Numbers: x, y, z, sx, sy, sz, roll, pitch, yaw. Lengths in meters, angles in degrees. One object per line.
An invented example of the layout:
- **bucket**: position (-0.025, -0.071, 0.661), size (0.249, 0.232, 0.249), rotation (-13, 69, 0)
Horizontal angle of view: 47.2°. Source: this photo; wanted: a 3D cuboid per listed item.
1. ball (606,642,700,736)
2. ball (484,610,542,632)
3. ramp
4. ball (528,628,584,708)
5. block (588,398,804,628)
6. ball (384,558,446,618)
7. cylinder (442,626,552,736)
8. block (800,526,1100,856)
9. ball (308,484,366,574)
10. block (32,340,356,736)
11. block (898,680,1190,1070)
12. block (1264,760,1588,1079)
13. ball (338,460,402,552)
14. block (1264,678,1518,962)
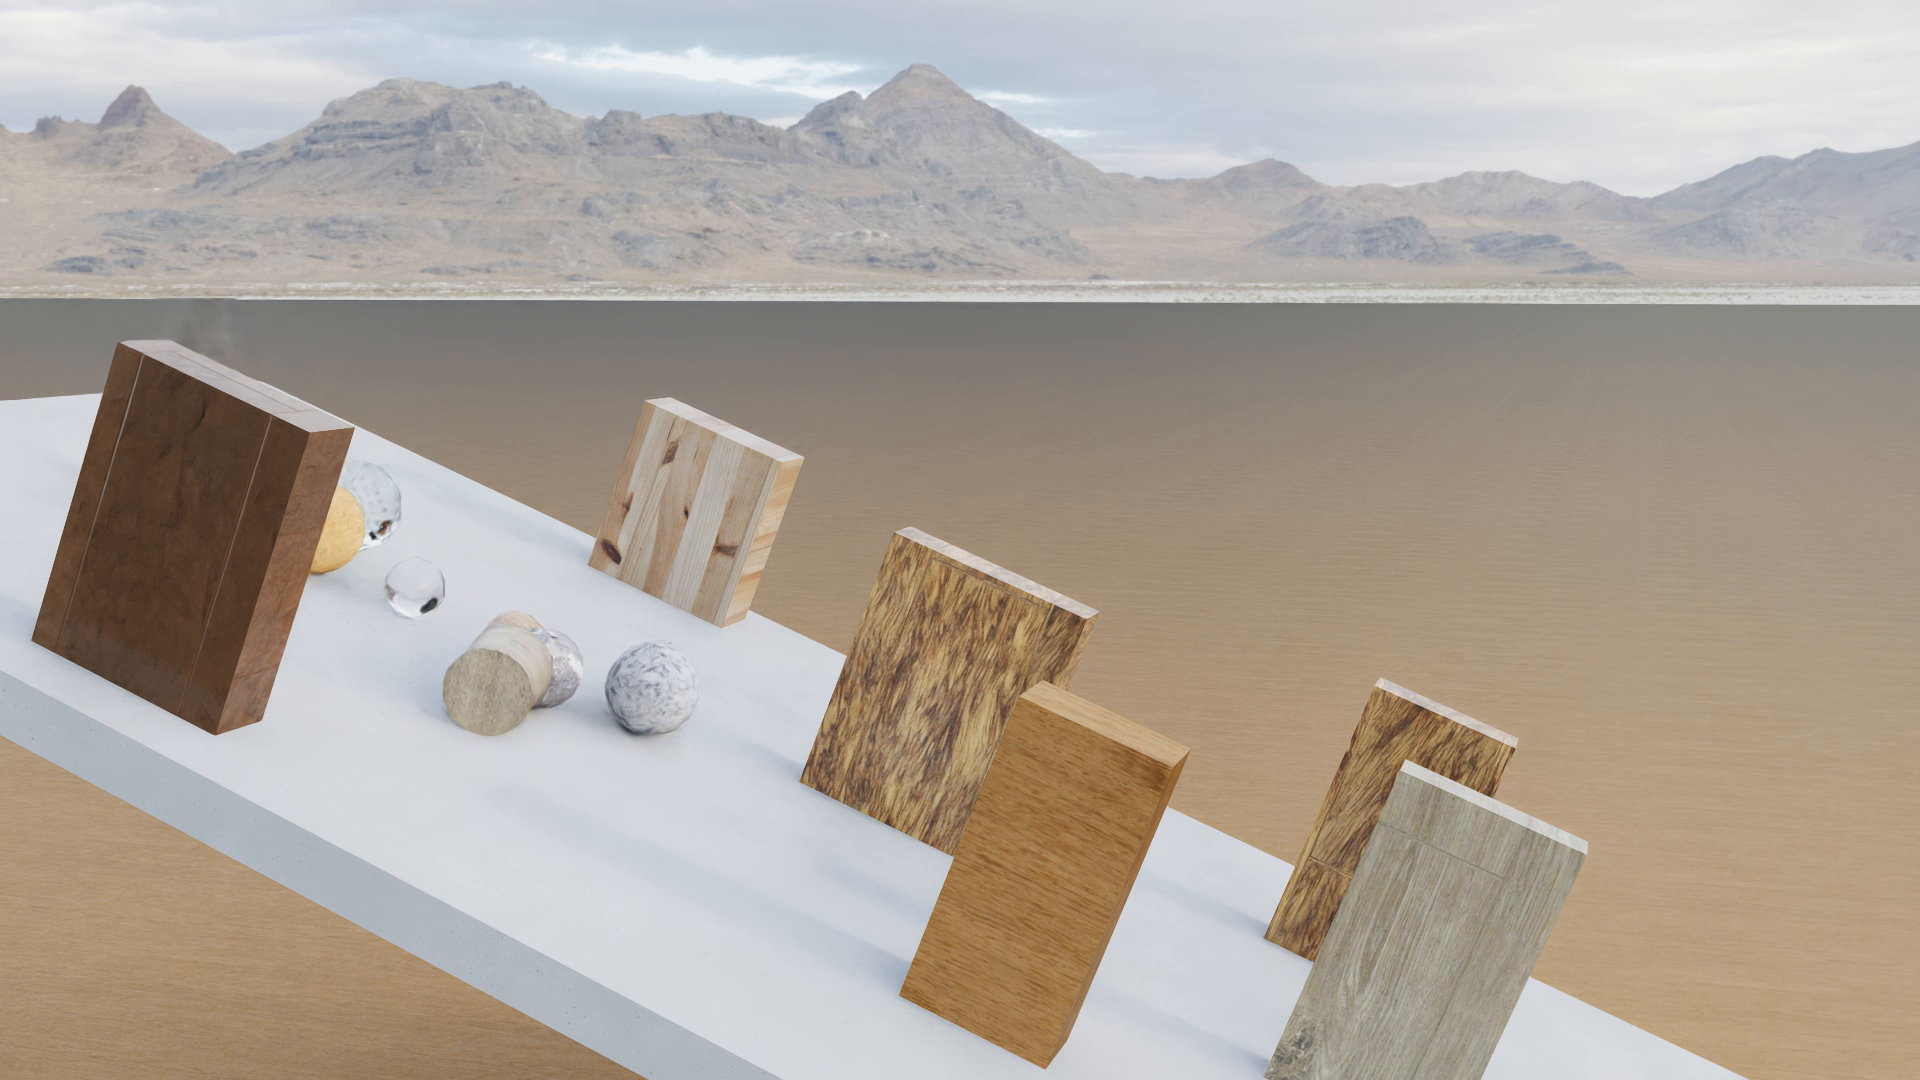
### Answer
- **ball**: position (-0.590, 0.286, 4.224), size (0.180, 0.180, 0.180), rotation (0, 7, 0)
- **ball**: position (-0.866, 0.199, 4.269), size (0.123, 0.123, 0.123), rotation (0, 7, 0)
- **ramp**: position (-0.311, 0.555, 4.197), size (4.000, 0.100, 2.000), rotation (24, 13, 13)
- **ball**: position (-0.788, 0.242, 4.152), size (0.154, 0.154, 0.154), rotation (0, 7, 0)
- **block**: position (-0.615, -0.066, 5.111), size (0.363, 0.416, 0.141), rotation (24, 13, 13)
- **ball**: position (-1.081, 0.095, 4.364), size (0.120, 0.120, 0.120), rotation (0, 7, 0)
- **cylinder**: position (-0.838, 0.254, 3.995), size (0.162, 0.162, 0.162), rotation (0, 13, 3)
- **block**: position (-0.024, 0.305, 4.245), size (0.408, 0.537, 0.101), rotation (24, 13, 13)
- **ball**: position (-1.283, -0.027, 4.386), size (0.189, 0.189, 0.189), rotation (0, 7, 0)
- **block**: position (-1.251, -0.008, 3.579), size (0.373, 0.530, 0.127), rotation (24, 13, 13)
- **block**: position (0.135, 0.535, 3.534), size (0.264, 0.541, 0.144), rotation (24, 13, 13)
- **block**: position (0.783, 0.713, 3.720), size (0.325, 0.595, 0.086), rotation (24, 13, 13)
- **ball**: position (-1.264, -0.071, 4.591), size (0.193, 0.193, 0.193), rotation (0, 7, 0)
- **block**: position (0.856, 0.597, 4.380), size (0.292, 0.569, 0.096), rotation (24, 13, 13)
